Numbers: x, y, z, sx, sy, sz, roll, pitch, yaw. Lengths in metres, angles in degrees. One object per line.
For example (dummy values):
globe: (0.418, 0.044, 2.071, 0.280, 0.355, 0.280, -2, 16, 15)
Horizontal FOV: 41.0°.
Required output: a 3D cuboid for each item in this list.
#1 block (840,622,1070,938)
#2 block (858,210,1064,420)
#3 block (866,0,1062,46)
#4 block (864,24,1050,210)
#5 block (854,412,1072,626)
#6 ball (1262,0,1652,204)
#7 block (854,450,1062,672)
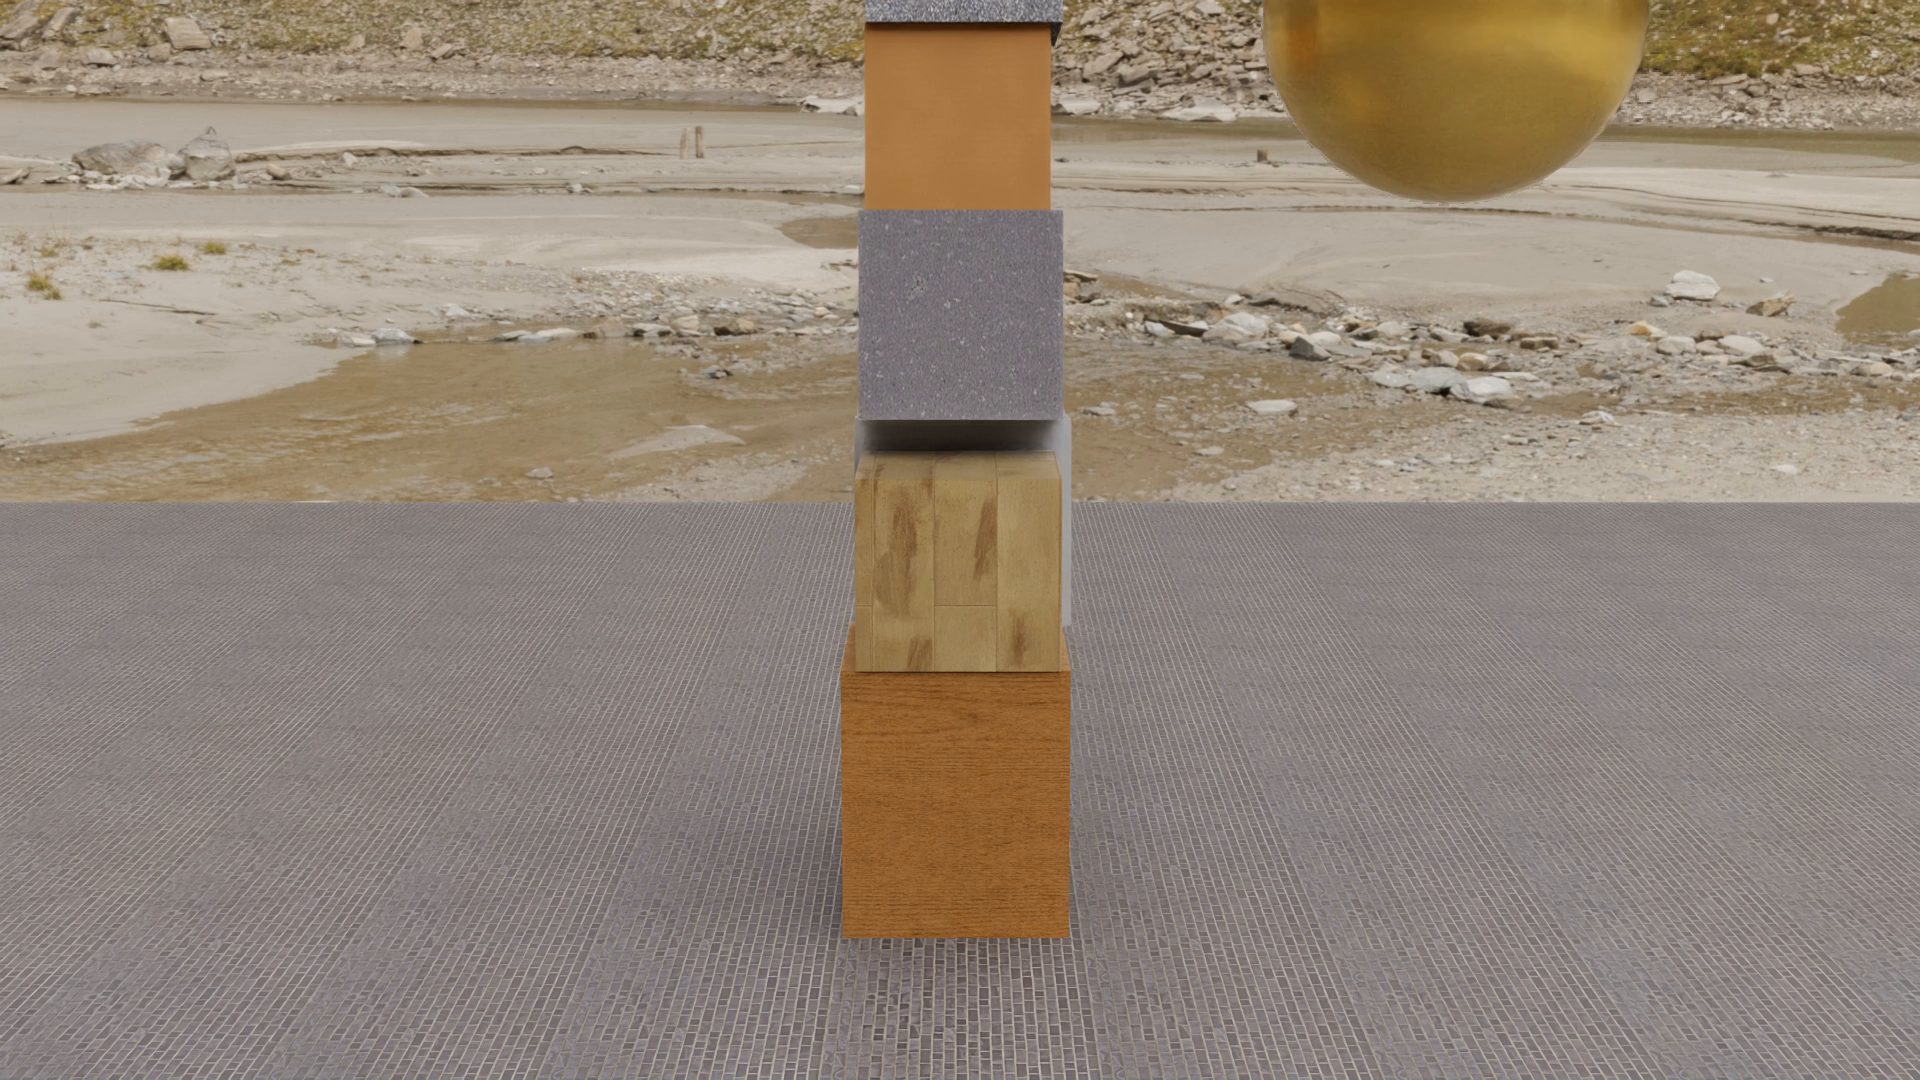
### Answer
block: (-0.017, 0.999, 10.917, 0.929, 1.129, 0.942, 0, 10, 0)
block: (0.003, -0.972, 11.147, 0.856, 0.874, 0.837, 0, 4, 0)
block: (0.017, -2.530, 11.031, 0.816, 0.706, 0.868, 0, 4, 0)
block: (-0.009, -1.793, 11.086, 0.773, 0.773, 0.776, 0, 4, 0)
block: (0.012, -0.116, 11.607, 0.936, 0.900, 1.054, 0, 4, 0)
ball: (2.074, -2.220, 10.777, 1.600, 1.600, 1.600, 0, 10, 0)
block: (-0.006, 0.075, 10.653, 0.828, 0.784, 0.780, 0, 10, 0)
